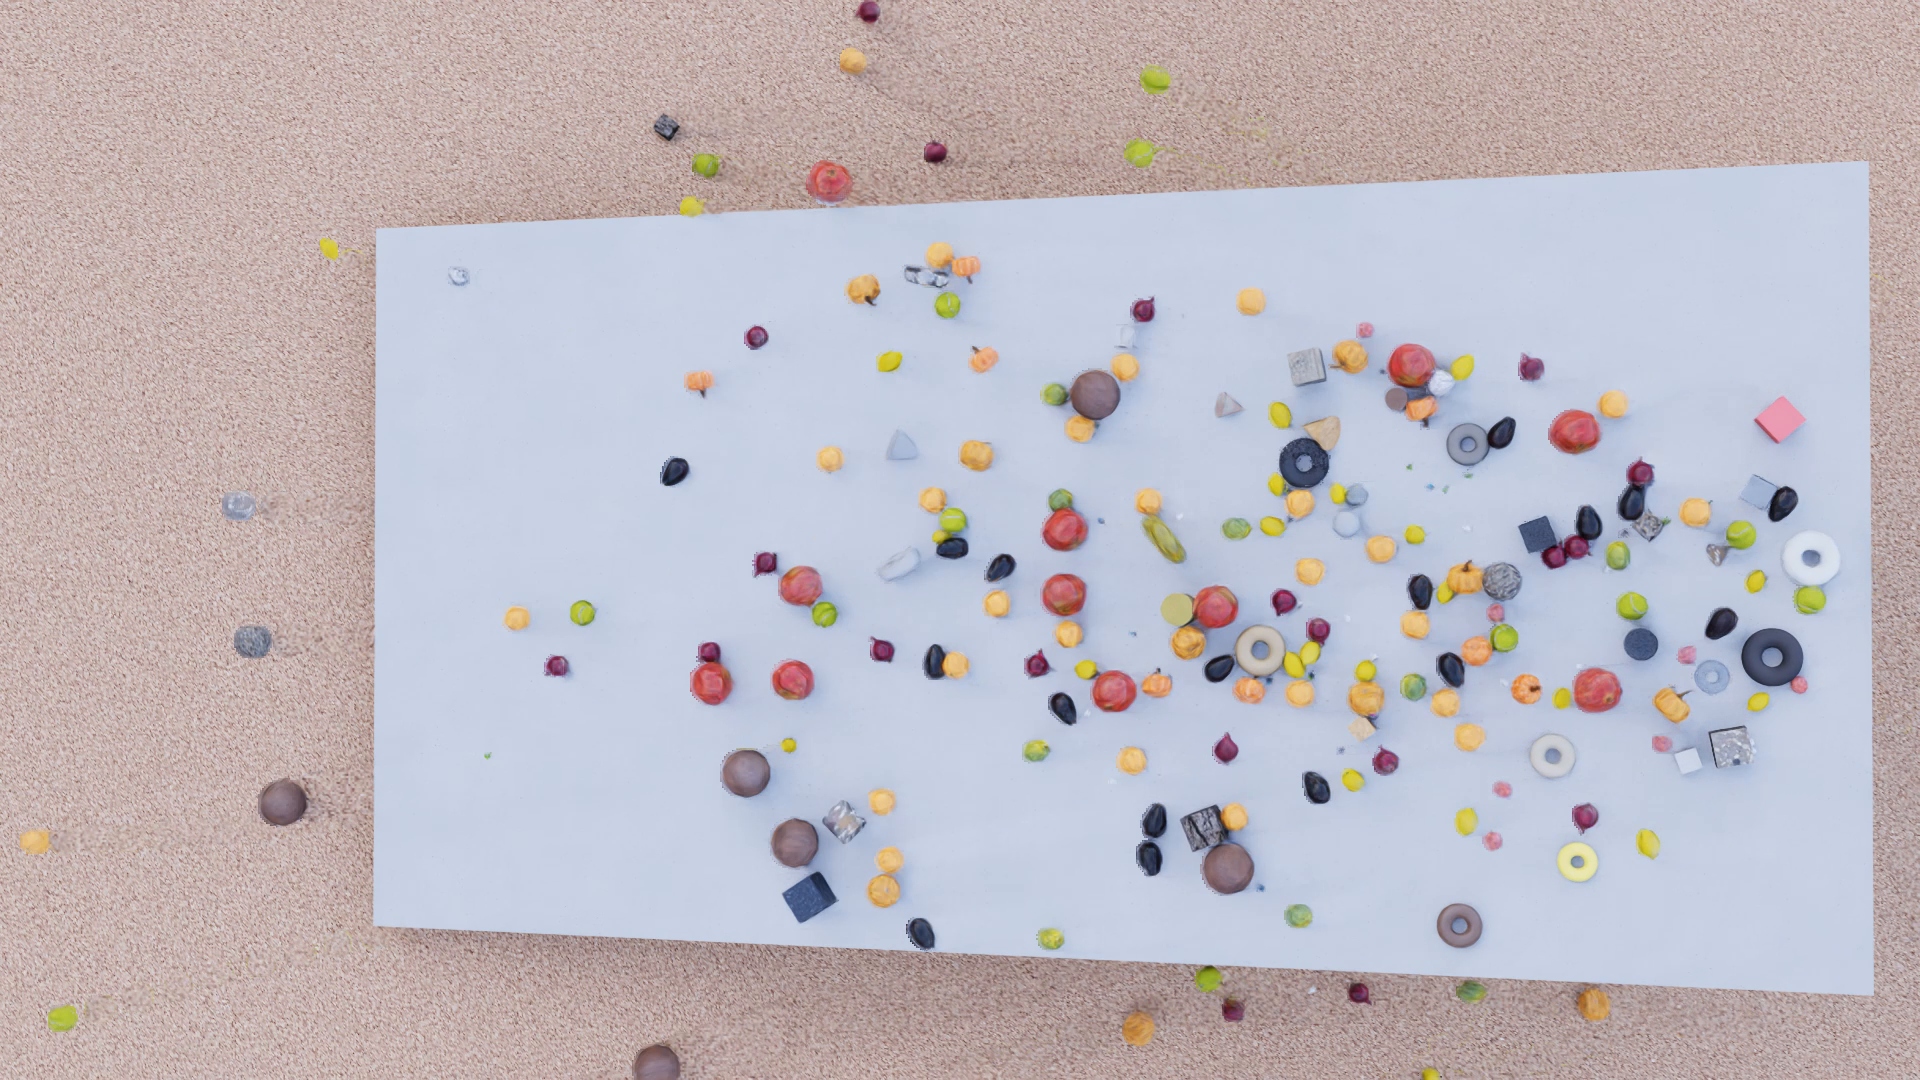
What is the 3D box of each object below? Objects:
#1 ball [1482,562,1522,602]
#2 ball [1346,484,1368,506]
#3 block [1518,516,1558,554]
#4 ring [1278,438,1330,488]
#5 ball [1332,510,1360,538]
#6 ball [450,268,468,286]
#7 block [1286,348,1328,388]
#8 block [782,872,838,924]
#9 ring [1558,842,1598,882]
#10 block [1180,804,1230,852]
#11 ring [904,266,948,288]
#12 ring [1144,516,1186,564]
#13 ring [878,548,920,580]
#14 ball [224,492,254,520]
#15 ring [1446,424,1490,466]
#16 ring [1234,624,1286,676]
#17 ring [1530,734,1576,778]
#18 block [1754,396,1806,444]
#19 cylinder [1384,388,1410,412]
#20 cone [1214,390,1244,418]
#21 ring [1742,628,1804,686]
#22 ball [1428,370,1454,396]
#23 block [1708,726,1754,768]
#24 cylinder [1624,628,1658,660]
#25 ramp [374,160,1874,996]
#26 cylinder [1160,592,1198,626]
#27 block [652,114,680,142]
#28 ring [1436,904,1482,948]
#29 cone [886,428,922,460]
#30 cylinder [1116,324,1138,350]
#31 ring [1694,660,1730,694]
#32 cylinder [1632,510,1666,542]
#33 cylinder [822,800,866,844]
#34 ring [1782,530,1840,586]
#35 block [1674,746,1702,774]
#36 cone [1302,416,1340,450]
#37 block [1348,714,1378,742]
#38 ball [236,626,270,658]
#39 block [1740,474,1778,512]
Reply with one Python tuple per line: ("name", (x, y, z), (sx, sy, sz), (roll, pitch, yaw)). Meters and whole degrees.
("ball", (1.344, 0.104, 5.446), (0.095, 0.095, 0.095), (0, 89, 0))
("ball", (1.004, -0.114, 5.561), (0.055, 0.055, 0.055), (0, 89, 0))
("block", (1.428, -0.013, 5.436), (0.073, 0.073, 0.073), (-21, 84, 14))
("ring", (0.876, -0.196, 5.603), (0.129, 0.043, 0.129), (1, 93, 16))
("ball", (0.977, -0.041, 5.560), (0.070, 0.070, 0.070), (0, 89, 0))
("ball", (-1.419, -0.745, 6.224), (0.054, 0.054, 0.054), (0, 89, 0))
("block", (0.882, -0.439, 5.586), (0.081, 0.081, 0.081), (-12, 86, 15))
("block", (-0.404, 0.959, 5.904), (0.093, 0.093, 0.093), (-35, 81, 12))
("ring", (1.522, 0.794, 5.420), (0.098, 0.033, 0.098), (1, 93, 17))
("block", (0.627, 0.738, 5.632), (0.089, 0.089, 0.089), (-23, 83, 14))
("ring", (-0.090, -0.698, 5.825), (0.123, 0.123, 0.041), (10, 100, 0))
("ring", (0.525, 0.001, 5.644), (0.049, 0.148, 0.148), (-38, 89, -1))
("ring", (-0.160, 0.066, 5.839), (0.125, 0.125, 0.042), (-31, 104, 0))
("ball", (-2.088, -0.098, 6.366), (0.085, 0.085, 0.085), (0, 89, 0))
("ring", (1.271, -0.239, 5.502), (0.107, 0.036, 0.107), (0, 91, 15))
("ring", (0.769, 0.282, 5.624), (0.134, 0.045, 0.134), (0, 90, 16))
("ring", (1.466, 0.534, 5.437), (0.112, 0.037, 0.112), (0, 90, 15))
("block", (1.972, -0.289, 5.290), (0.080, 0.080, 0.080), (-43, 79, 11))
("cylinder", (1.101, -0.353, 5.538), (0.057, 0.057, 0.057), (0, 89, 15))
("cone", (0.702, -0.341, 5.658), (0.072, 0.072, 0.072), (14, 89, -15))
("ring", (1.959, 0.283, 5.302), (0.141, 0.047, 0.141), (0, 89, 19))
("ball", (1.203, -0.392, 5.506), (0.066, 0.066, 0.066), (0, 89, 0))
("block", (1.861, 0.499, 5.306), (0.084, 0.084, 0.084), (-12, 86, 15))
("cylinder", (1.661, 0.254, 5.367), (0.078, 0.078, 0.078), (0, 89, 15))
("ramp", (0.265, 0.097, 5.837), (4.000, 0.100, 2.000), (0, 89, 15))
("cylinder", (0.566, 0.178, 5.659), (0.085, 0.085, 0.085), (0, 89, 15))
("block", (-0.855, -1.201, 6.399), (0.053, 0.053, 0.053), (36, 89, 1))
("ring", (1.247, 0.963, 5.489), (0.113, 0.038, 0.113), (0, 90, 14))
("cone", (-0.139, -0.241, 5.878), (0.092, 0.092, 0.092), (21, 89, -12))
("cylinder", (0.434, -0.526, 5.722), (0.051, 0.051, 0.051), (16, 74, 0))
("ring", (1.829, 0.333, 5.347), (0.083, 0.028, 0.083), (-1, 88, 14))
("cylinder", (1.685, -0.033, 5.376), (0.057, 0.057, 0.057), (41, 99, 1))
("cylinder", (-0.310, 0.754, 5.887), (0.085, 0.085, 0.085), (43, 89, 12))
("ring", (2.043, 0.043, 5.279), (0.134, 0.045, 0.134), (-2, 81, 10))
("block", (1.770, 0.535, 5.347), (0.051, 0.051, 0.051), (-20, 84, 14))
("cone", (0.905, -0.281, 5.598), (0.091, 0.091, 0.091), (19, 89, 41))
("block", (1.015, 0.475, 5.551), (0.052, 0.052, 0.052), (-42, 79, 11))
("ball", (-2.043, 0.293, 6.357), (0.093, 0.093, 0.093), (0, 89, 0))
("block", (1.928, -0.114, 5.308), (0.064, 0.064, 0.064), (31, 97, 13))
